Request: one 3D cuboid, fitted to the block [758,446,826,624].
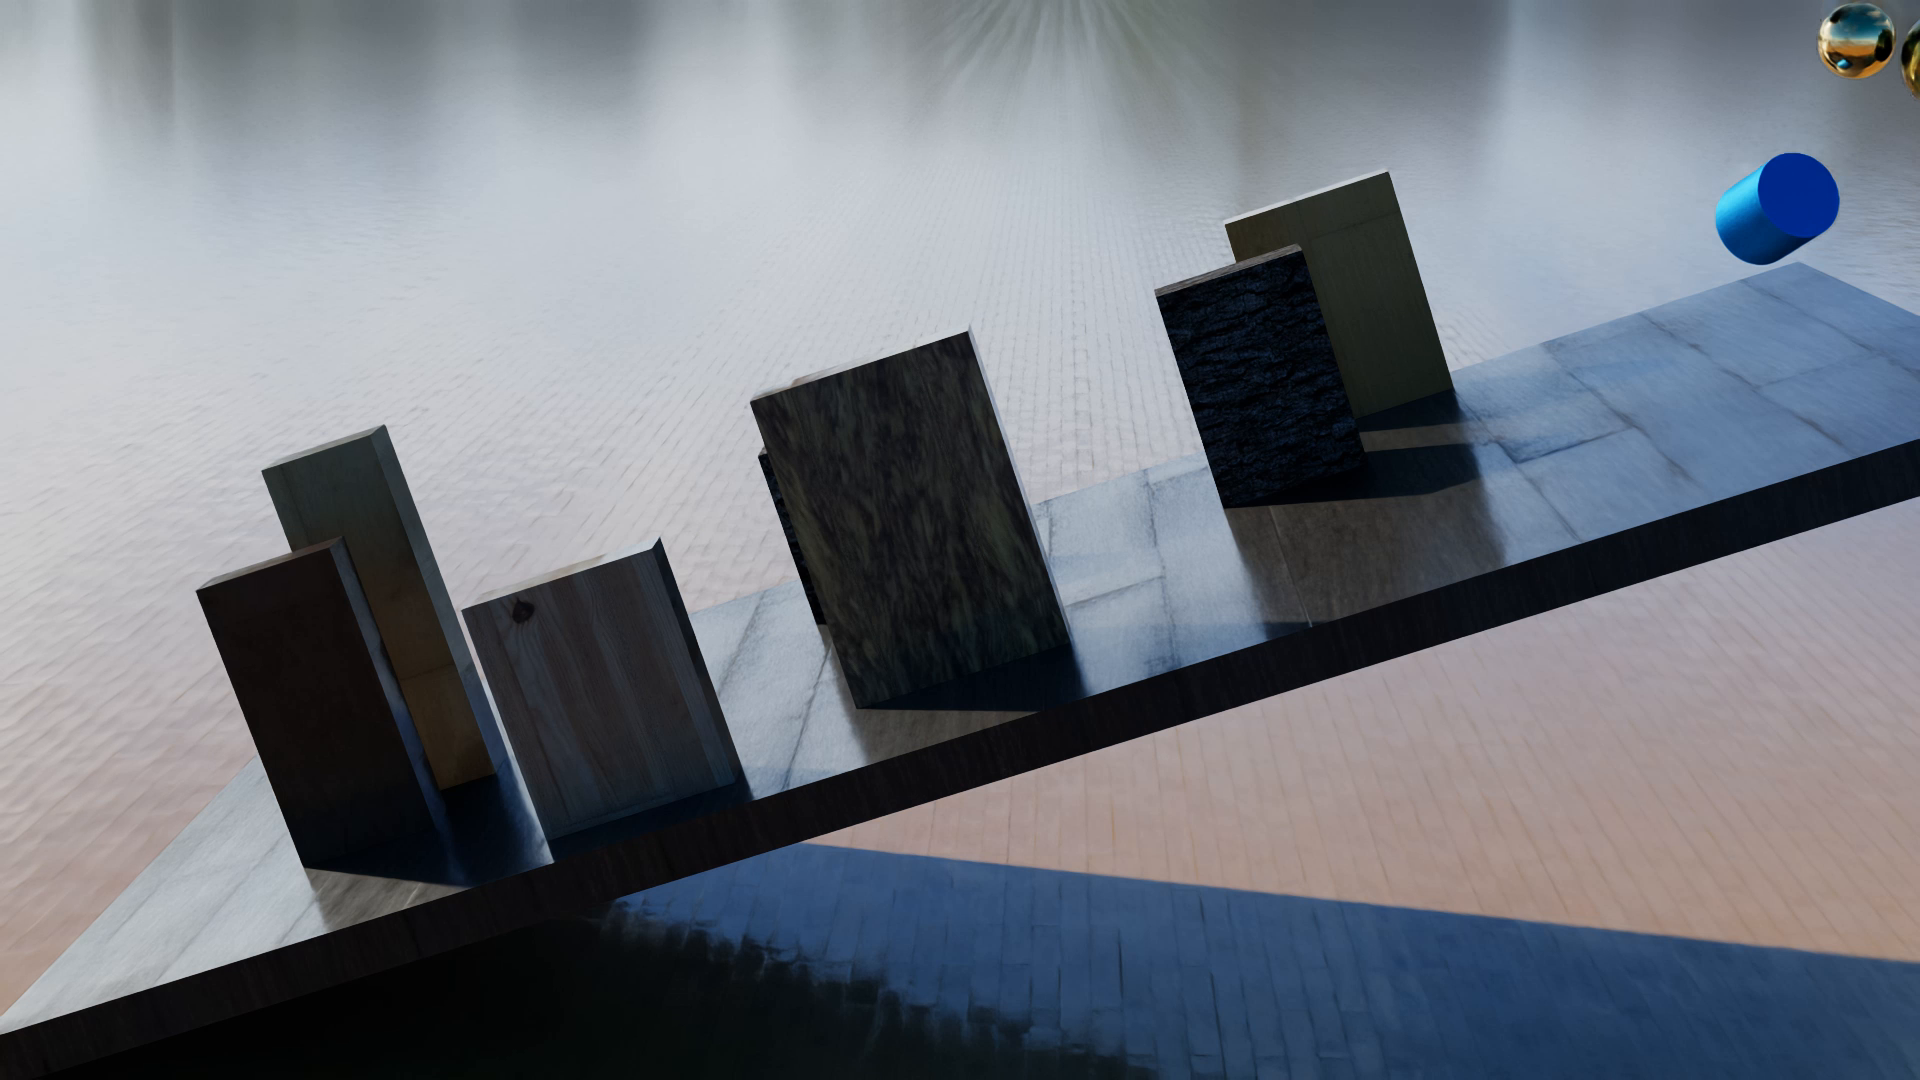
[{"bbox_3d":[-0.204,-0.072,6.729,0.393,0.411,0.145,-18,11,6],"label":"block"}]

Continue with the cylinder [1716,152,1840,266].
[{"bbox_3d":[1.595,-0.646,5.745,0.172,0.172,0.172,-3,-12,-14],"label":"cylinder"}]

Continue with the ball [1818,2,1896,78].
[{"bbox_3d":[1.748,-0.974,5.735,0.148,0.148,0.148,0,12,0],"label":"ball"}]

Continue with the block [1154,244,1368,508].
[{"bbox_3d":[0.663,-0.362,6.494,0.332,0.493,0.139,-18,11,6],"label":"block"}]

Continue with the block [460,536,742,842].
[{"bbox_3d":[-0.676,0.282,5.570,0.380,0.473,0.112,-18,11,6],"label":"block"}]

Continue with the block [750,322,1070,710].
[{"bbox_3d":[-0.093,-0.046,5.772,0.443,0.644,0.125,-18,11,6],"label":"block"}]

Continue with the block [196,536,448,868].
[{"bbox_3d":[-1.303,0.331,6.018,0.290,0.612,0.120,-18,11,6],"label":"block"}]

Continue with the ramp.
[{"bbox_3d":[0.104,0.182,6.308,4.000,0.100,2.000,-18,11,6],"label":"ramp"}]

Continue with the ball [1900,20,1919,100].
[{"bbox_3d":[1.916,-0.926,5.656,0.205,0.205,0.205,0,12,0],"label":"ball"}]

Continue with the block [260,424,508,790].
[{"bbox_3d":[-1.230,0.162,6.316,0.246,0.772,0.143,-18,11,6],"label":"block"}]

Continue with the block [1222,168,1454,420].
[{"bbox_3d":[0.896,-0.560,6.977,0.401,0.537,0.092,-18,11,6],"label":"block"}]
